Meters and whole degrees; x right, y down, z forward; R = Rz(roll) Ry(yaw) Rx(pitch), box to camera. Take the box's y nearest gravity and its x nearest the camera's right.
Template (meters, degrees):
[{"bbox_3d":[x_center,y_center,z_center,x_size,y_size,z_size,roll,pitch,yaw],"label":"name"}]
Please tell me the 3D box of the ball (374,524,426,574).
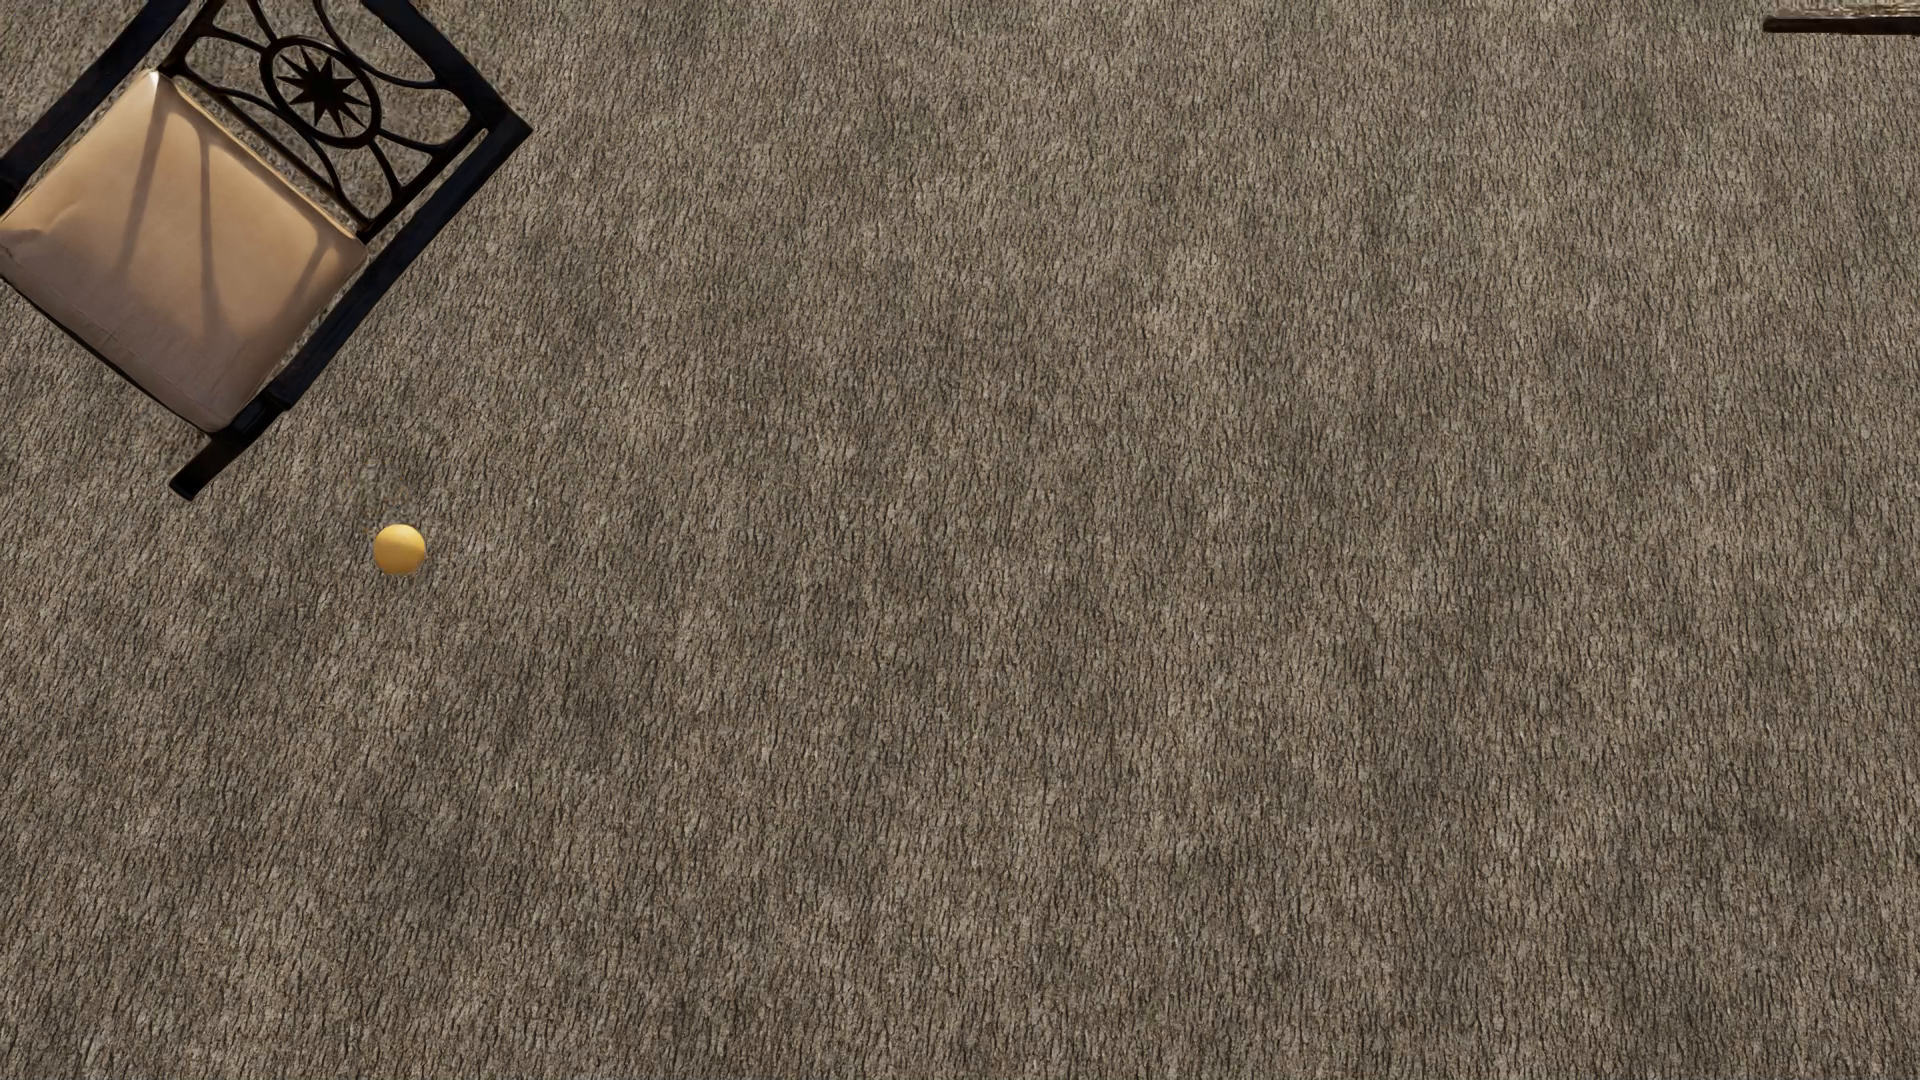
[{"bbox_3d":[-1.079,0.018,4.230,0.097,0.097,0.097,0,56,0],"label":"ball"}]
